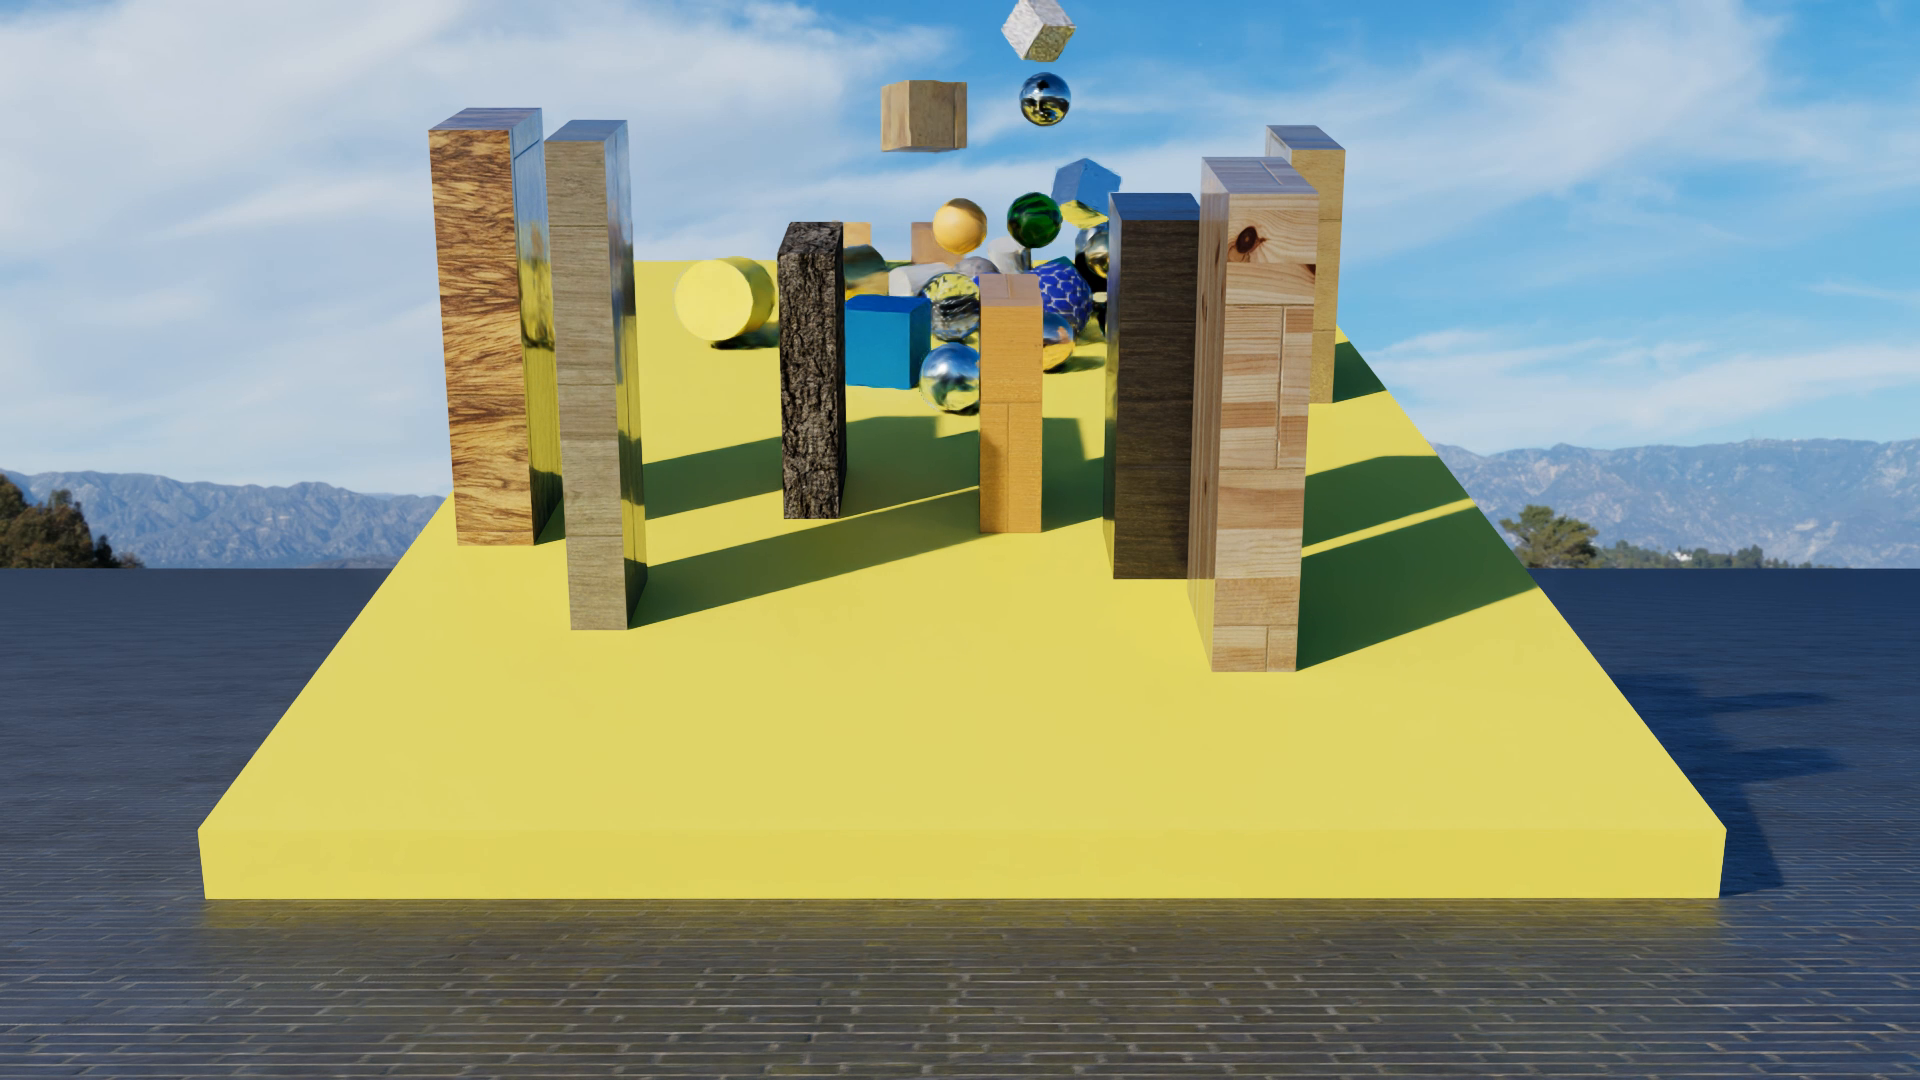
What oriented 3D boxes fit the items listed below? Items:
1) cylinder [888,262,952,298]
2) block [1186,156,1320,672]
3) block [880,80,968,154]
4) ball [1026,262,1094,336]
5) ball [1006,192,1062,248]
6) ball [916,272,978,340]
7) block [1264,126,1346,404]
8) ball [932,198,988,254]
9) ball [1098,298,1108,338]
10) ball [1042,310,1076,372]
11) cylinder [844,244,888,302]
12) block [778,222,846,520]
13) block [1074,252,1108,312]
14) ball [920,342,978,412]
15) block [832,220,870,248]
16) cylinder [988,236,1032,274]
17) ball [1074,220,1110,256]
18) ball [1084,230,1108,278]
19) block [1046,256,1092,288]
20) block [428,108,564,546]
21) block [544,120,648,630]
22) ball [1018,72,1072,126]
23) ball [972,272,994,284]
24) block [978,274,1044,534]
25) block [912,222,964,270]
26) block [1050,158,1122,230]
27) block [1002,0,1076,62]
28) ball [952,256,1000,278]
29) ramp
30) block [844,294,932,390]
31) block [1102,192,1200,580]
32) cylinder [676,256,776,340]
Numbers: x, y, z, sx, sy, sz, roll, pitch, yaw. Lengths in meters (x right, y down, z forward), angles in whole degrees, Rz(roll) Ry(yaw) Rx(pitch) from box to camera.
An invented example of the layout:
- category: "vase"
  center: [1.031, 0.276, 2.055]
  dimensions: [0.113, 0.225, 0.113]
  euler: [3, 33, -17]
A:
- category: "cylinder"
  center: [-0.103, -0.665, 5.958]
  dimensions: [0.138, 0.138, 0.138]
  euler: [-10, 5, -29]
- category: "block"
  center: [0.455, -0.207, 3.535]
  dimensions: [0.130, 0.743, 0.382]
  euler: [0, 18, 0]
- category: "block"
  center: [-0.097, -1.133, 5.981]
  dimensions: [0.171, 0.171, 0.171]
  euler: [-3, 5, -28]
- category: "ball"
  center: [0.236, -0.600, 5.650]
  dimensions: [0.202, 0.202, 0.202]
  euler: [0, -1, 0]
- category: "ball"
  center: [0.197, -0.848, 5.927]
  dimensions: [0.149, 0.149, 0.149]
  euler: [0, -1, 0]
- category: "ball"
  center: [-0.025, -0.593, 5.672]
  dimensions: [0.175, 0.175, 0.175]
  euler: [0, -1, 0]
- category: "block"
  center: [0.787, -0.648, 5.191]
  dimensions: [0.118, 0.574, 0.424]
  euler: [0, 18, 0]
- category: "ball"
  center: [0.001, -0.877, 6.245]
  dimensions: [0.155, 0.155, 0.155]
  euler: [0, -1, 0]
- category: "ball"
  center: [0.413, -0.558, 5.635]
  dimensions: [0.132, 0.132, 0.132]
  euler: [0, -1, 0]
- category: "ball"
  center: [0.205, -0.478, 5.363]
  dimensions: [0.145, 0.145, 0.145]
  euler: [0, -1, 0]
- category: "cylinder"
  center: [-0.315, -0.691, 5.971]
  dimensions: [0.178, 0.178, 0.178]
  euler: [-14, 8, -38]
- category: "block"
  center: [-0.282, -0.334, 4.315]
  dimensions: [0.104, 0.507, 0.347]
  euler: [0, 18, 0]
- category: "block"
  center: [0.404, -0.702, 6.059]
  dimensions: [0.147, 0.147, 0.147]
  euler: [8, 19, 23]
- category: "ball"
  center: [-0.013, -0.363, 4.984]
  dimensions: [0.156, 0.156, 0.156]
  euler: [0, -1, 0]
- category: "block"
  center: [-0.324, -0.868, 6.535]
  dimensions: [0.113, 0.113, 0.113]
  euler: [2, 2, -7]
- category: "cylinder"
  center: [0.139, -0.755, 6.108]
  dimensions: [0.118, 0.118, 0.118]
  euler: [-5, 29, 3]
- category: "ball"
  center: [0.426, -0.835, 6.394]
  dimensions: [0.195, 0.195, 0.195]
  euler: [0, -1, 0]
- category: "ball"
  center: [0.387, -0.746, 5.830]
  dimensions: [0.126, 0.126, 0.126]
  euler: [0, -1, 0]
- category: "block"
  center: [0.254, -0.669, 5.934]
  dimensions: [0.113, 0.113, 0.113]
  euler: [-41, -7, 33]
- category: "block"
  center: [-0.846, -0.396, 4.108]
  dimensions: [0.139, 0.751, 0.325]
  euler: [0, 18, 0]
- category: "block"
  center: [-0.589, -0.270, 3.645]
  dimensions: [0.092, 0.793, 0.258]
  euler: [0, 18, 0]
- category: "ball"
  center: [0.237, -1.228, 6.225]
  dimensions: [0.148, 0.148, 0.148]
  euler: [0, -1, 0]
- category: "ball"
  center: [0.074, -0.628, 5.834]
  dimensions: [0.142, 0.142, 0.142]
  euler: [0, -1, 0]
- category: "block"
  center: [0.093, -0.264, 4.228]
  dimensions: [0.113, 0.428, 0.312]
  euler: [0, 18, 0]
- category: "block"
  center: [-0.066, -0.858, 6.564]
  dimensions: [0.134, 0.134, 0.134]
  euler: [-3, 18, -10]
- category: "block"
  center: [0.343, -0.954, 6.157]
  dimensions: [0.129, 0.129, 0.129]
  euler: [24, -20, -30]
- category: "block"
  center: [0.213, -1.385, 6.056]
  dimensions: [0.122, 0.122, 0.122]
  euler: [-6, -36, -40]
- category: "ball"
  center: [0.041, -0.685, 5.996]
  dimensions: [0.151, 0.151, 0.151]
  euler: [0, -1, 0]
- category: "ramp"
  center: [-0.003, -0.183, 4.841]
  dimensions: [2.000, 0.100, 4.000]
  euler: [0, 18, 0]
- category: "block"
  center: [-0.181, -0.469, 5.273]
  dimensions: [0.181, 0.181, 0.181]
  euler: [5, 18, 15]
- category: "block"
  center: [0.339, -0.275, 3.933]
  dimensions: [0.145, 0.629, 0.289]
  euler: [0, 18, 0]
- category: "cylinder"
  center: [-0.591, -0.611, 5.636]
  dimensions: [0.201, 0.201, 0.201]
  euler: [0, 9, 12]
